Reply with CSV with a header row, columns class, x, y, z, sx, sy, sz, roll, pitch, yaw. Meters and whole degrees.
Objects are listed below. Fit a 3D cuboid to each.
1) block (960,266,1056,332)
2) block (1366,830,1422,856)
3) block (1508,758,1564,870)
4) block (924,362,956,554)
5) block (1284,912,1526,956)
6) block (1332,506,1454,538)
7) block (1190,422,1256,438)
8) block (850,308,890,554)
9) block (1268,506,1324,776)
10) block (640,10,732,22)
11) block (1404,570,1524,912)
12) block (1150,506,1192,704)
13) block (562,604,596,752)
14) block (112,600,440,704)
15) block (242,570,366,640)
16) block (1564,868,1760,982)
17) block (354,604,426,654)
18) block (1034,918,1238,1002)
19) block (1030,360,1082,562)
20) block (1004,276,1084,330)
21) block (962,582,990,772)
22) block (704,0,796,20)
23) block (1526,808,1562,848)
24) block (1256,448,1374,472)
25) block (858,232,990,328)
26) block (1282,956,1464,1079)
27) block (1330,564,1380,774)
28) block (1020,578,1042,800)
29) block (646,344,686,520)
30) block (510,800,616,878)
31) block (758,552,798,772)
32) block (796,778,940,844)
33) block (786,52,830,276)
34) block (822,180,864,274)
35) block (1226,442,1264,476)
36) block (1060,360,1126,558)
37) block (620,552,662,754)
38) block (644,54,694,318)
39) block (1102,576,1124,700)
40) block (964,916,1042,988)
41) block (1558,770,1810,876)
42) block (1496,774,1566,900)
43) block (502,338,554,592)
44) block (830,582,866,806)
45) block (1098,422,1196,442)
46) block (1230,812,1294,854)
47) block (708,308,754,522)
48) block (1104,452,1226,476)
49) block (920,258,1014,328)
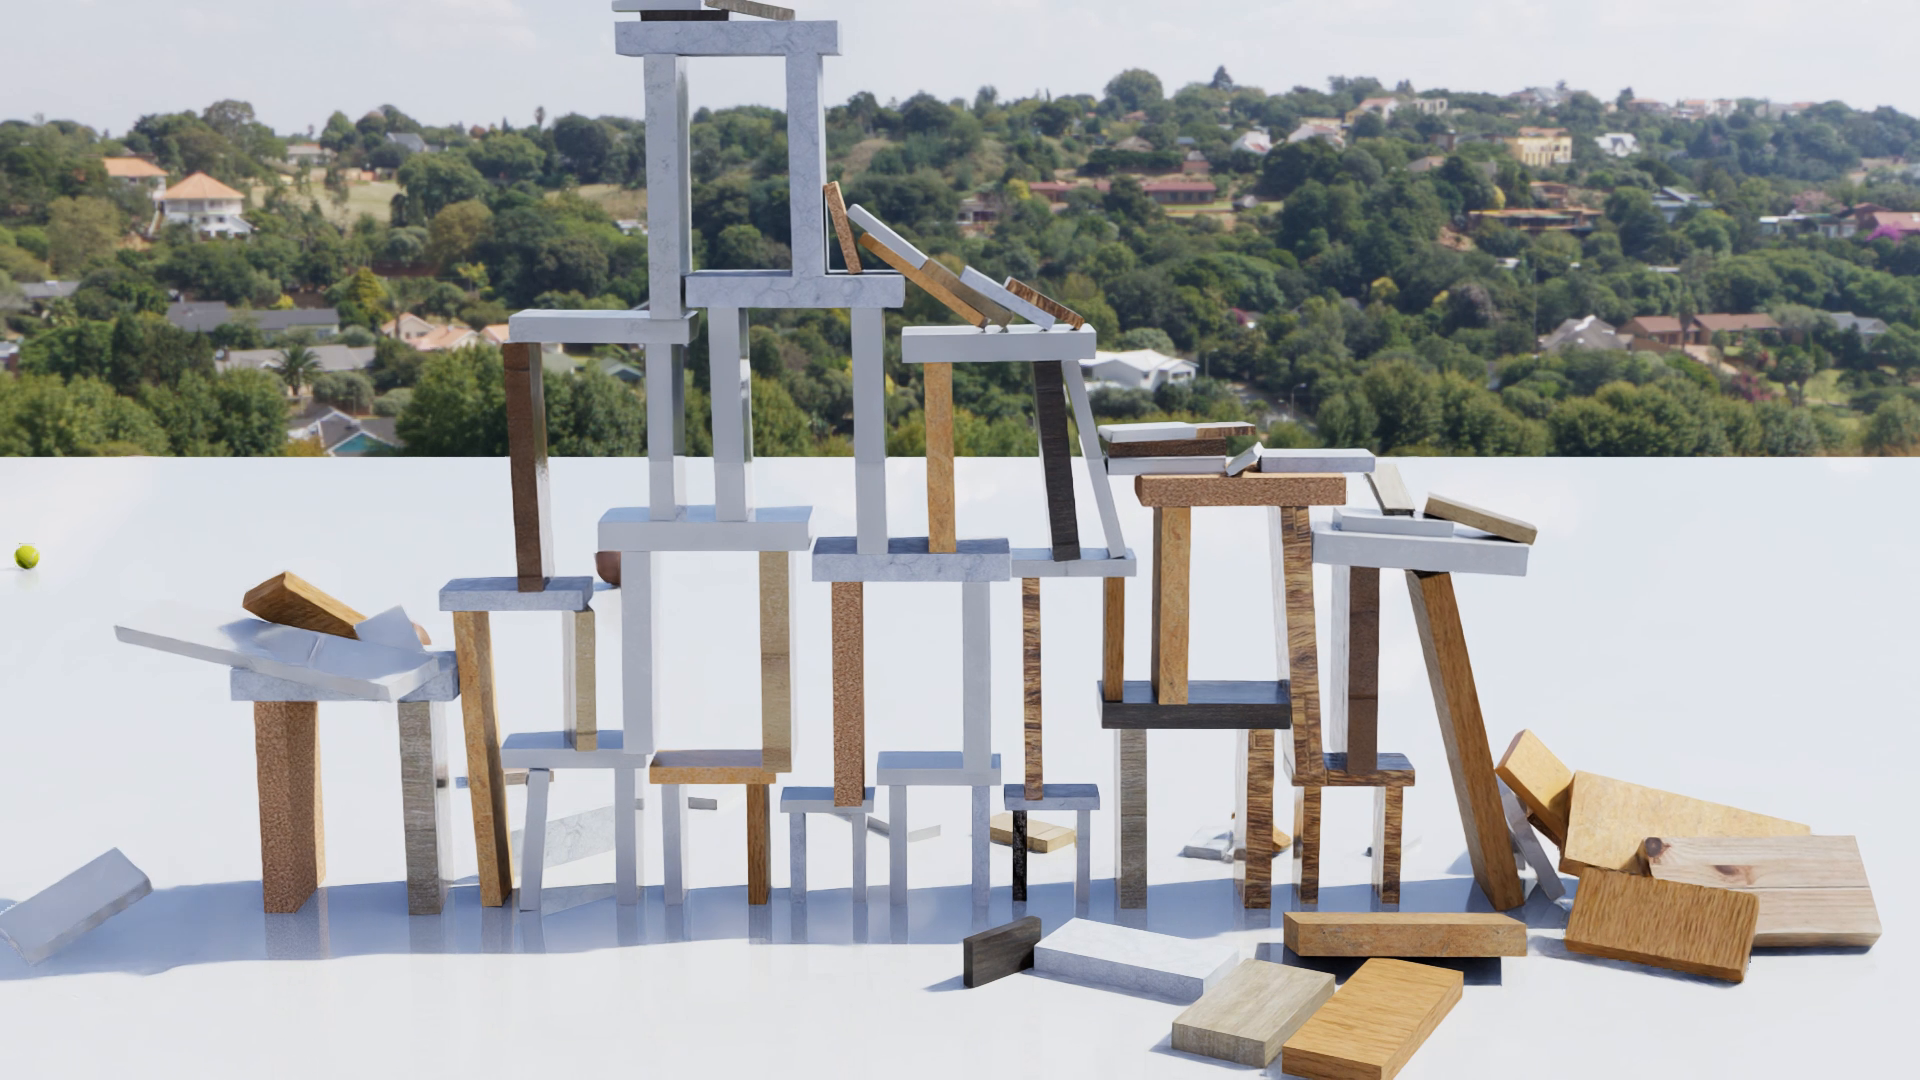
class,x,y,z,sx,sy,sz,roll,pitch,yaw
block,0.075,-0.384,3.483,0.162,0.023,0.081,29,9,-5
block,0.770,0.540,3.899,0.054,0.015,0.118,7,13,33
block,1.017,0.481,3.894,0.037,0.131,0.263,6,12,27
block,-0.032,-0.142,3.537,0.043,0.303,0.152,-2,11,-1
block,0.675,0.602,3.361,0.338,0.048,0.169,0,-4,1
block,0.699,-0.029,3.555,0.179,0.025,0.090,4,10,-1
block,0.419,-0.179,3.561,0.107,0.015,0.054,-3,11,-16
block,-0.143,-0.184,3.528,0.048,0.389,0.168,-1,11,0
block,0.546,0.148,3.585,0.046,0.438,0.161,-5,10,1
block,-0.423,-0.811,3.411,0.136,0.019,0.068,0,11,-1
block,0.827,0.313,3.618,0.048,0.569,0.170,-14,10,4
block,0.342,0.091,3.576,0.046,0.321,0.161,0,11,0
block,-0.620,0.218,3.580,0.033,0.229,0.115,-3,11,-20
block,-1.108,0.174,3.536,0.657,0.029,0.104,8,27,32
block,-1.069,0.129,3.640,0.104,0.029,0.208,-24,-43,29
block,1.074,0.587,3.369,0.263,0.037,0.131,6,54,29
block,-0.914,0.166,3.534,0.083,0.024,0.166,-26,35,-15
block,0.266,0.634,3.324,0.276,0.039,0.138,6,12,28
block,0.152,-0.136,3.537,0.043,0.318,0.152,-6,11,0
block,0.133,-0.377,3.490,0.134,0.019,0.067,28,8,-7
block,0.027,0.207,3.598,0.045,0.315,0.157,0,10,0
block,-0.324,-0.824,3.409,0.136,0.019,0.068,11,10,-3
block,1.042,0.512,3.697,0.200,0.028,0.100,40,19,7
block,0.572,-0.128,3.548,0.179,0.025,0.090,0,11,2
block,-0.055,-0.412,3.486,0.234,0.020,0.072,36,9,6
block,0.586,0.676,3.097,0.138,0.039,0.378,6,12,28
block,0.645,0.196,3.601,0.048,0.340,0.170,-1,11,0
block,0.117,0.233,3.600,0.029,0.371,0.101,-1,11,0
block,-0.470,-0.181,3.520,0.040,0.280,0.140,0,11,1
block,-0.687,0.518,3.827,0.024,0.083,0.289,10,15,44
block,-0.295,0.181,3.588,0.047,0.363,0.166,0,11,0
block,-0.175,0.501,4.091,0.072,0.021,0.366,-8,13,-37
block,-0.239,-0.589,3.450,0.048,0.338,0.169,-1,11,0
block,-0.184,-0.492,3.466,0.020,0.144,0.072,-16,10,3
block,0.454,-0.129,3.508,0.054,0.015,0.107,-35,2,16
block,0.213,-0.137,3.535,0.027,0.325,0.094,-14,10,2
block,-0.518,0.166,3.585,0.047,0.332,0.166,0,11,-2
block,-0.456,-0.555,3.451,0.048,0.401,0.169,0,11,0
block,0.250,0.150,3.584,0.029,0.202,0.101,0,11,0
block,0.065,0.620,3.311,0.145,0.072,0.021,-10,14,-43
block,1.171,0.499,3.556,0.378,0.048,0.169,13,54,8
block,0.942,0.495,3.665,0.028,0.200,0.100,-29,8,6
block,-0.691,-0.125,3.529,0.040,0.397,0.140,-2,11,-3
block,-0.182,0.235,3.602,0.045,0.372,0.158,0,11,0
block,0.300,-0.173,3.523,0.143,0.019,0.067,-3,11,-16
block,0.536,0.512,3.895,0.107,0.015,0.054,37,24,26
block,-0.365,-0.210,3.523,0.048,0.336,0.168,-1,11,0
block,0.328,-0.125,3.536,0.189,0.027,0.095,-1,11,-1
block,0.012,-0.394,3.504,0.162,0.023,0.081,35,9,-3
